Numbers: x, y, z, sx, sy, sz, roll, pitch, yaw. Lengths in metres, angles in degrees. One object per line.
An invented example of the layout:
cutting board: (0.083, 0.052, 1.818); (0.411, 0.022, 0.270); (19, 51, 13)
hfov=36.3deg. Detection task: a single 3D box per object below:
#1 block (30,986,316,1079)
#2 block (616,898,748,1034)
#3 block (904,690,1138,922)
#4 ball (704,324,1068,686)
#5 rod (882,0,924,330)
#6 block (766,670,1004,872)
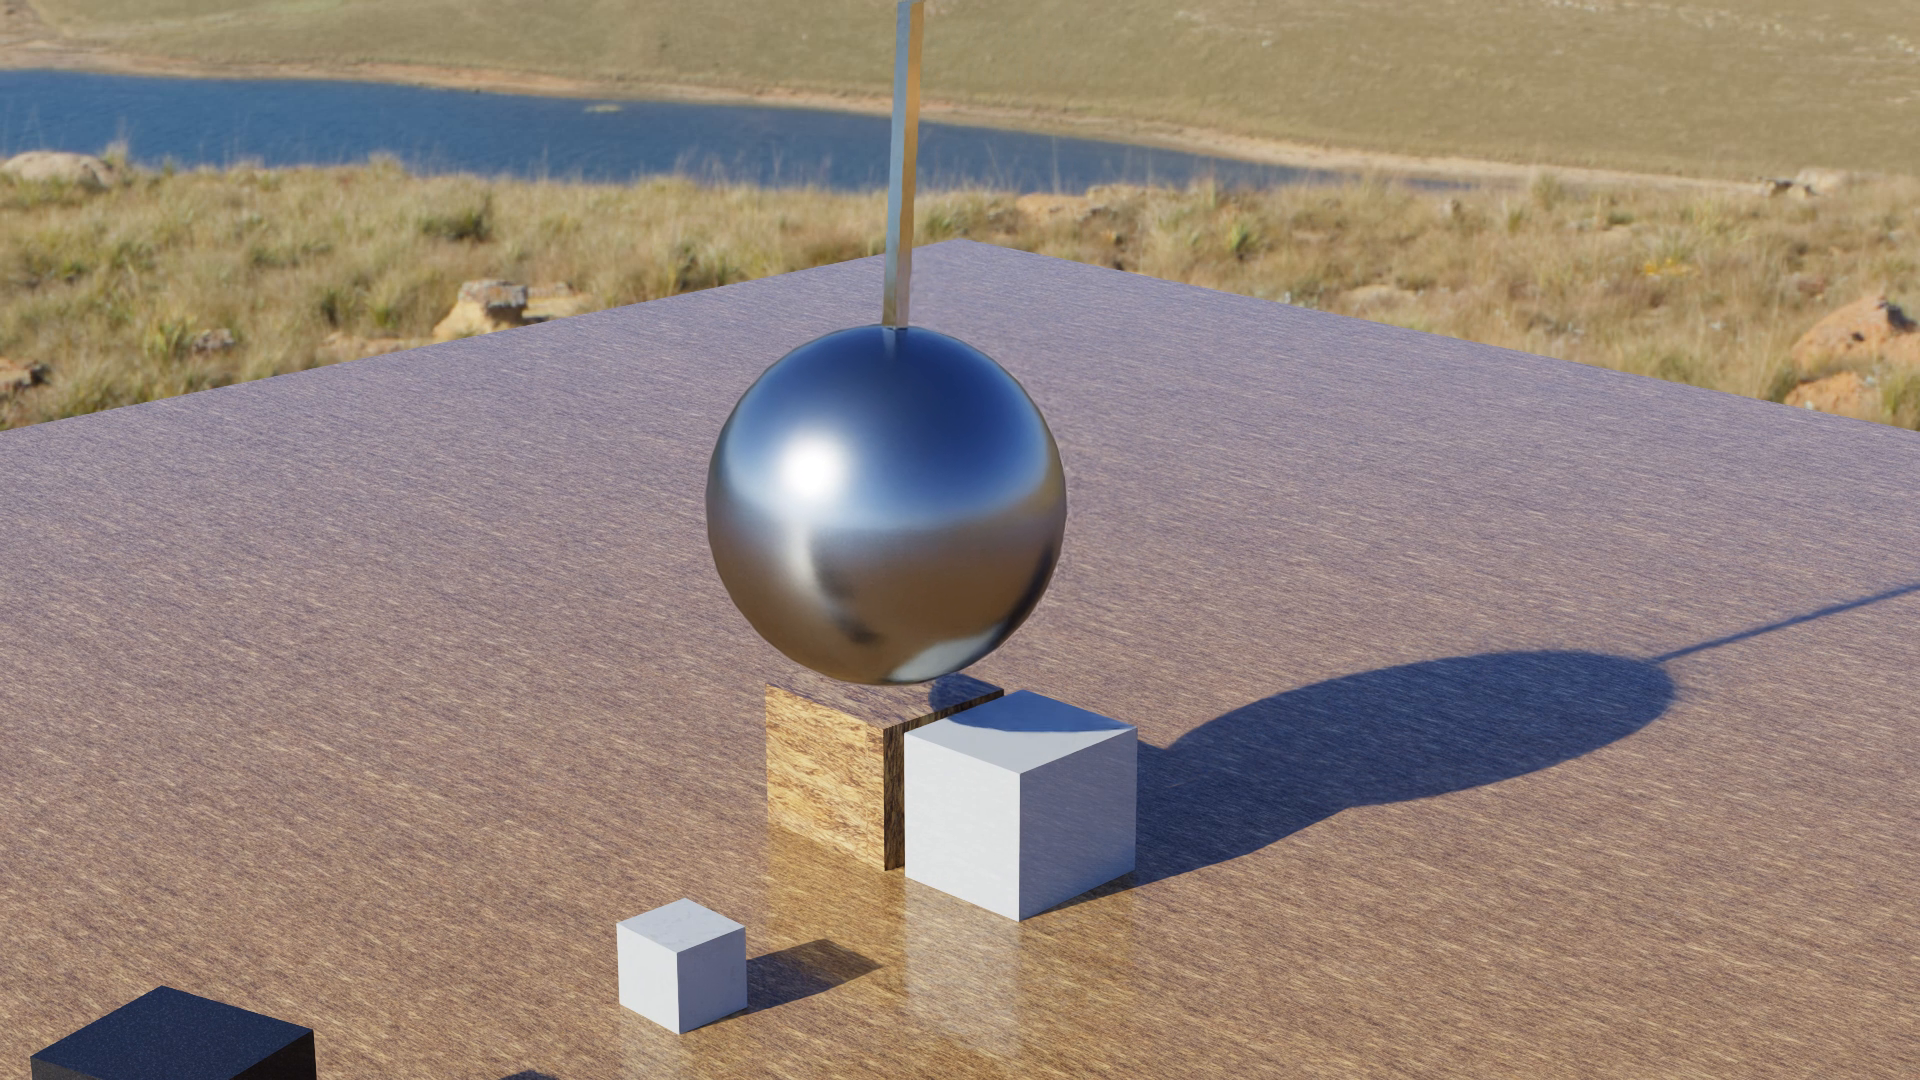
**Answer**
block: (-2.741, 2.117, 10.328); (0.717, 0.767, 0.634); (10, 20, 28)
block: (-1.150, 1.760, 12.134); (0.362, 0.366, 0.393); (-16, 24, -42)
block: (0.278, 1.195, 13.370); (0.710, 0.703, 0.788); (16, 24, 41)
ball: (-0.326, -0.153, 12.952); (1.600, 1.600, 1.600); (0, 17, 0)
rod: (-0.141, -3.442, 12.112); (0.080, 5.200, 0.080); (17, 20, 42)
block: (-0.357, 1.022, 13.926); (0.766, 0.700, 0.832); (-16, 23, -41)
